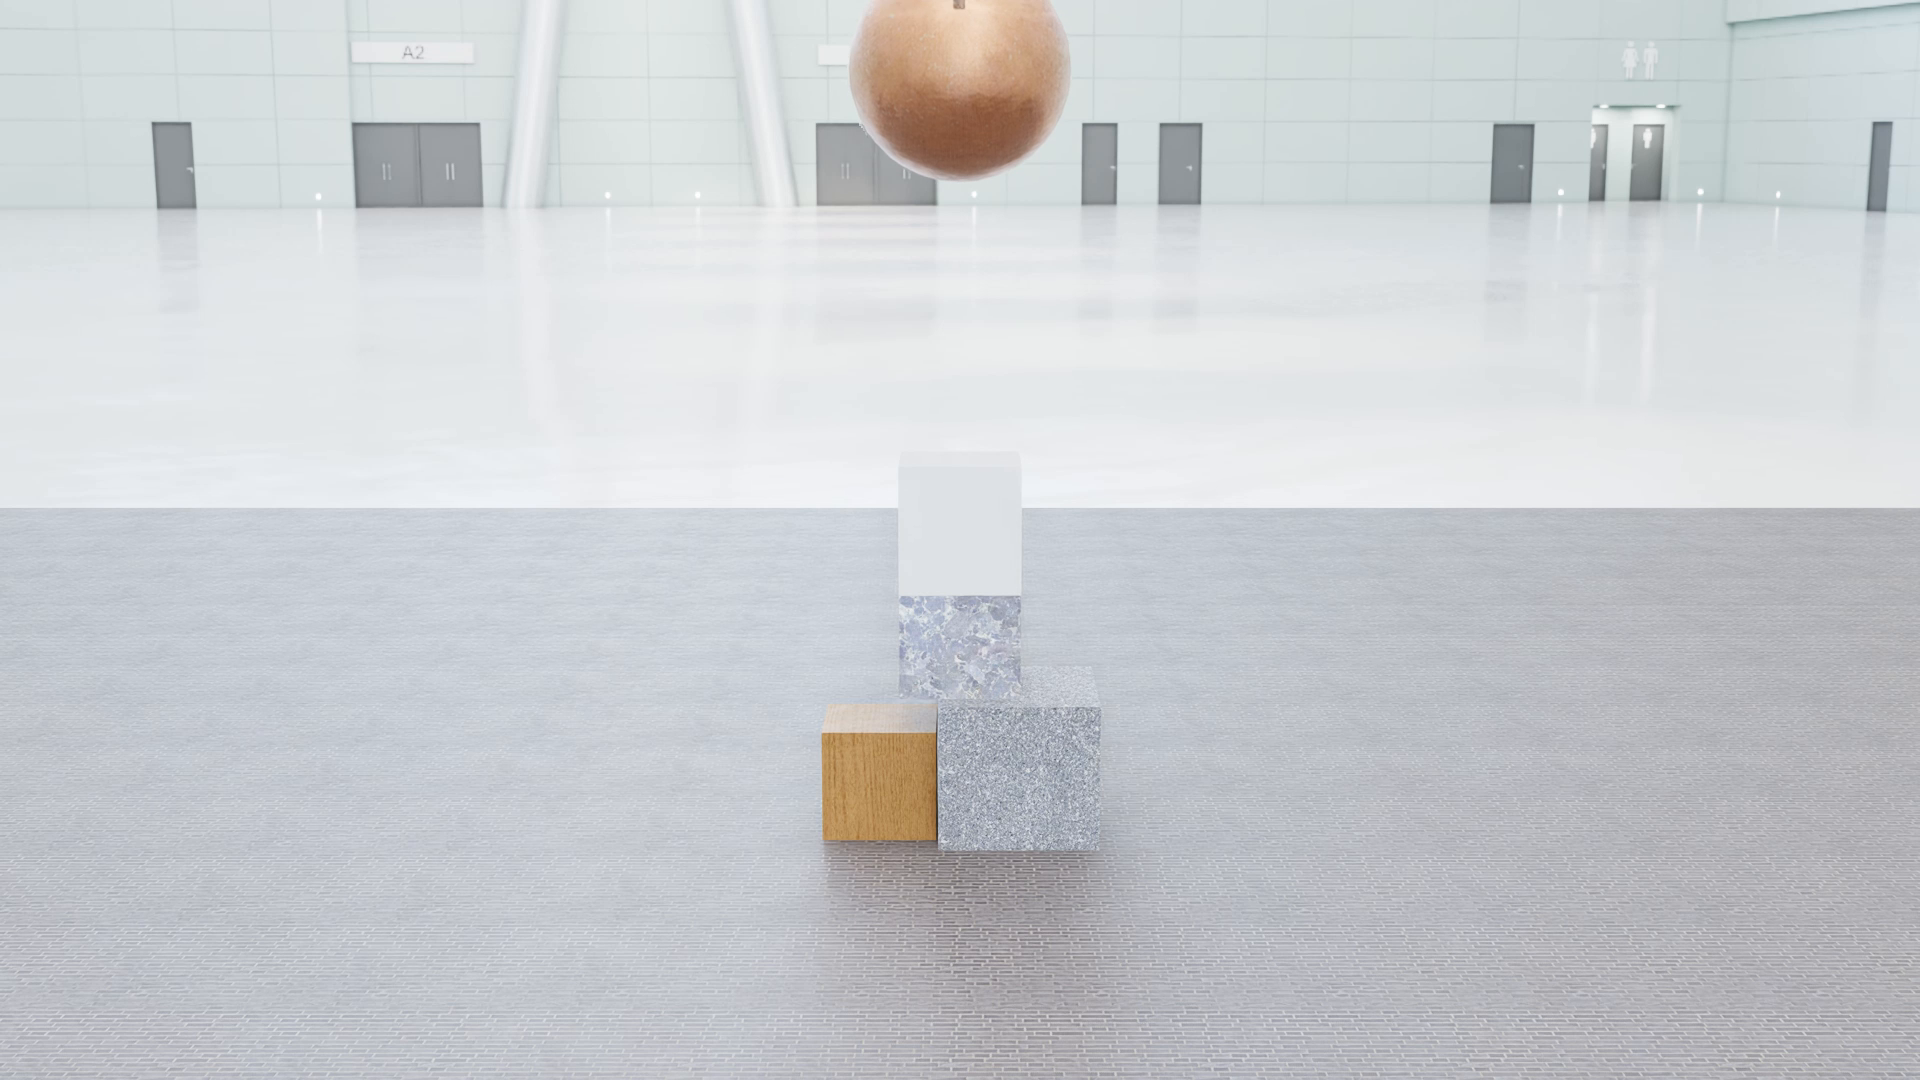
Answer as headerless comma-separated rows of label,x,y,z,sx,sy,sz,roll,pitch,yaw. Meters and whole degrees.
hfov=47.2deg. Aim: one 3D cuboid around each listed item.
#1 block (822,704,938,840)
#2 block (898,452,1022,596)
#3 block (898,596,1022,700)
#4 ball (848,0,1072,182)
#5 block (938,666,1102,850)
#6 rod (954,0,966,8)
block,-0.409,1.196,11.414,0.579,0.562,0.580,0,10,0
block,0.000,-0.092,11.183,0.611,0.649,0.549,0,10,0
block,0.000,0.492,11.253,0.607,0.526,0.537,0,10,0
ball,0.000,-3.369,15.756,1.600,1.600,1.600,0,10,0
block,0.294,1.114,11.368,0.808,0.740,0.858,0,10,0
rod,0.000,-4.609,12.591,0.080,0.080,5.200,0,-21,0
